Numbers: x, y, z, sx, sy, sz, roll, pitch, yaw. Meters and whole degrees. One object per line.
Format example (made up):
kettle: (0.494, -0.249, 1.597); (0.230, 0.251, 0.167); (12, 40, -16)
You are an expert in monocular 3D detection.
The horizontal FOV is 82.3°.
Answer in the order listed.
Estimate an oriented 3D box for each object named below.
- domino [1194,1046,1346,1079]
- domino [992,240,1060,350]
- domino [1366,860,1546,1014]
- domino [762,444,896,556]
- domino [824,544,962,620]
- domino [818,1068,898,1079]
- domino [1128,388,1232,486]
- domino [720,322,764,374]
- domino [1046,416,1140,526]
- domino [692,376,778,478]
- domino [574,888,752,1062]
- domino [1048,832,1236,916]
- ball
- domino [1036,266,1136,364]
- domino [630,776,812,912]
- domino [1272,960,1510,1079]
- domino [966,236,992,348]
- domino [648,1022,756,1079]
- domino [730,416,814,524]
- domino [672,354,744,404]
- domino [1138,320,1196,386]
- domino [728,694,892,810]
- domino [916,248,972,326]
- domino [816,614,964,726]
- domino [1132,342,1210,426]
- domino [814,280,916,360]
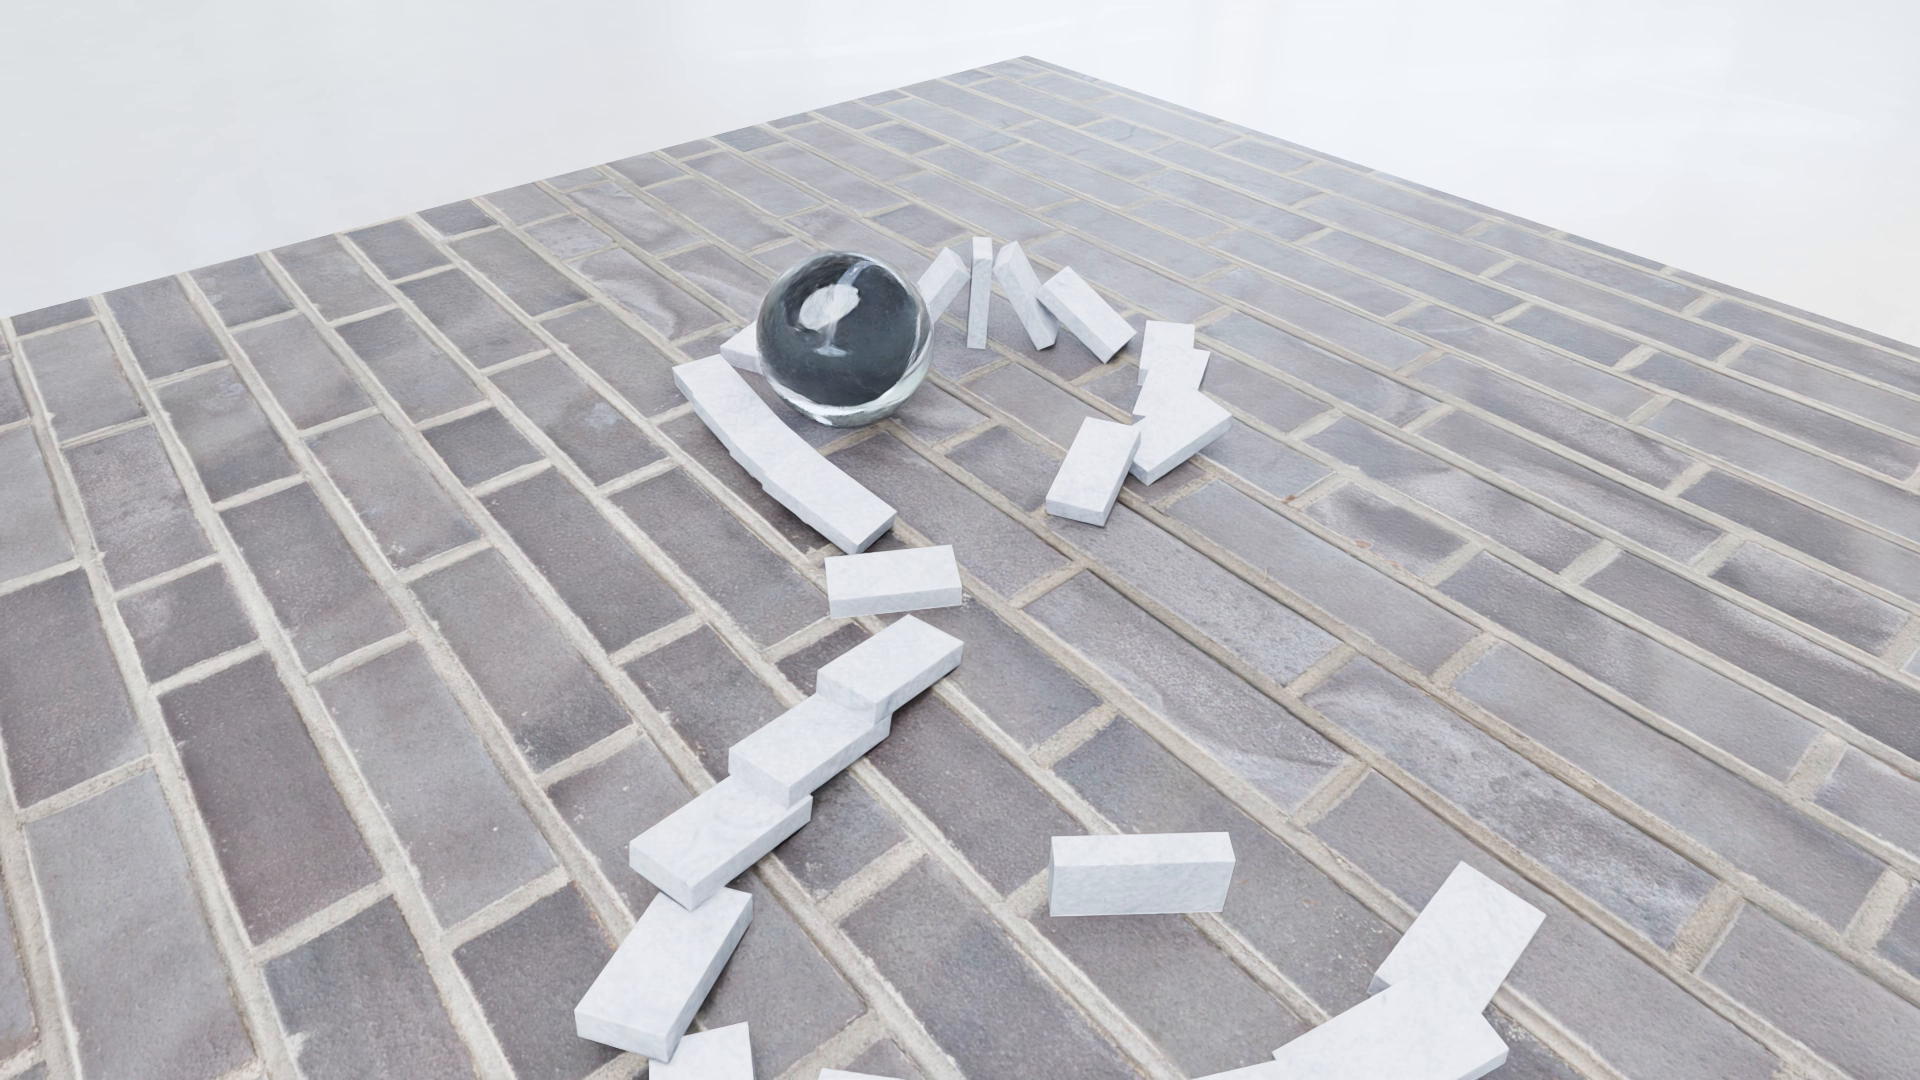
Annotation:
domino: (0.069, 0.141, 0.262); (0.050, 0.010, 0.025); (-15, 40, 4)
domino: (0.035, -0.126, 0.567); (0.010, 0.050, 0.025); (-18, 31, 28)
domino: (0.138, 0.114, 0.304); (0.050, 0.009, 0.025); (-32, 49, -33)
domino: (-0.054, -0.016, 0.451); (0.050, 0.009, 0.025); (36, 52, 14)
domino: (-0.026, 0.016, 0.424); (0.050, 0.010, 0.025); (-6, 40, -7)
domino: (-0.013, 0.143, 0.260); (0.050, 0.010, 0.025); (-2, 38, 20)
domino: (0.094, -0.047, 0.490); (0.050, 0.010, 0.025); (-33, 53, -17)
domino: (-0.099, -0.105, 0.571); (0.025, 0.010, 0.050); (18, 43, 21)
domino: (0.058, -0.030, 0.470); (0.025, 0.010, 0.050); (15, 55, 20)
domino: (-0.097, -0.052, 0.498); (0.025, 0.010, 0.050); (-28, 60, -30)
domino: (-0.078, 0.113, 0.296); (0.025, 0.010, 0.050); (10, 27, 12)
domino: (0.051, 0.096, 0.314); (0.050, 0.025, 0.010); (-1, 39, -1)
ball: (-0.052, -0.091, 0.499); (0.080, 0.080, 0.080); (0, 39, 0)
domino: (0.065, -0.116, 0.566); (0.050, 0.009, 0.025); (44, 50, 2)
domino: (-0.070, 0.087, 0.328); (0.025, 0.009, 0.050); (24, 31, 27)
domino: (0.107, 0.130, 0.276); (0.050, 0.009, 0.025); (-25, 44, -7)
domino: (0.010, -0.127, 0.566); (0.010, 0.050, 0.025); (3, 39, -2)
domino: (-0.061, 0.145, 0.266); (0.025, 0.010, 0.050); (-9, 40, -11)
domino: (-0.073, -0.031, 0.472); (0.050, 0.010, 0.025); (40, 53, 21)
domino: (-0.117, -0.072, 0.531); (0.025, 0.009, 0.050); (-22, 44, -24)
domino: (0.105, -0.094, 0.559); (0.025, 0.010, 0.050); (7, 40, 9)
domino: (-0.048, 0.065, 0.355); (0.025, 0.009, 0.050); (24, 32, 27)
domino: (-0.016, -0.124, 0.567); (0.010, 0.050, 0.025); (27, 26, -34)
domino: (-0.024, 0.044, 0.381); (0.025, 0.010, 0.050); (25, 32, 27)
domino: (0.100, -0.072, 0.522); (0.025, 0.010, 0.050); (14, 55, 16)
domino: (-0.049, -0.113, 0.567); (0.050, 0.010, 0.025); (-27, 41, 4)
